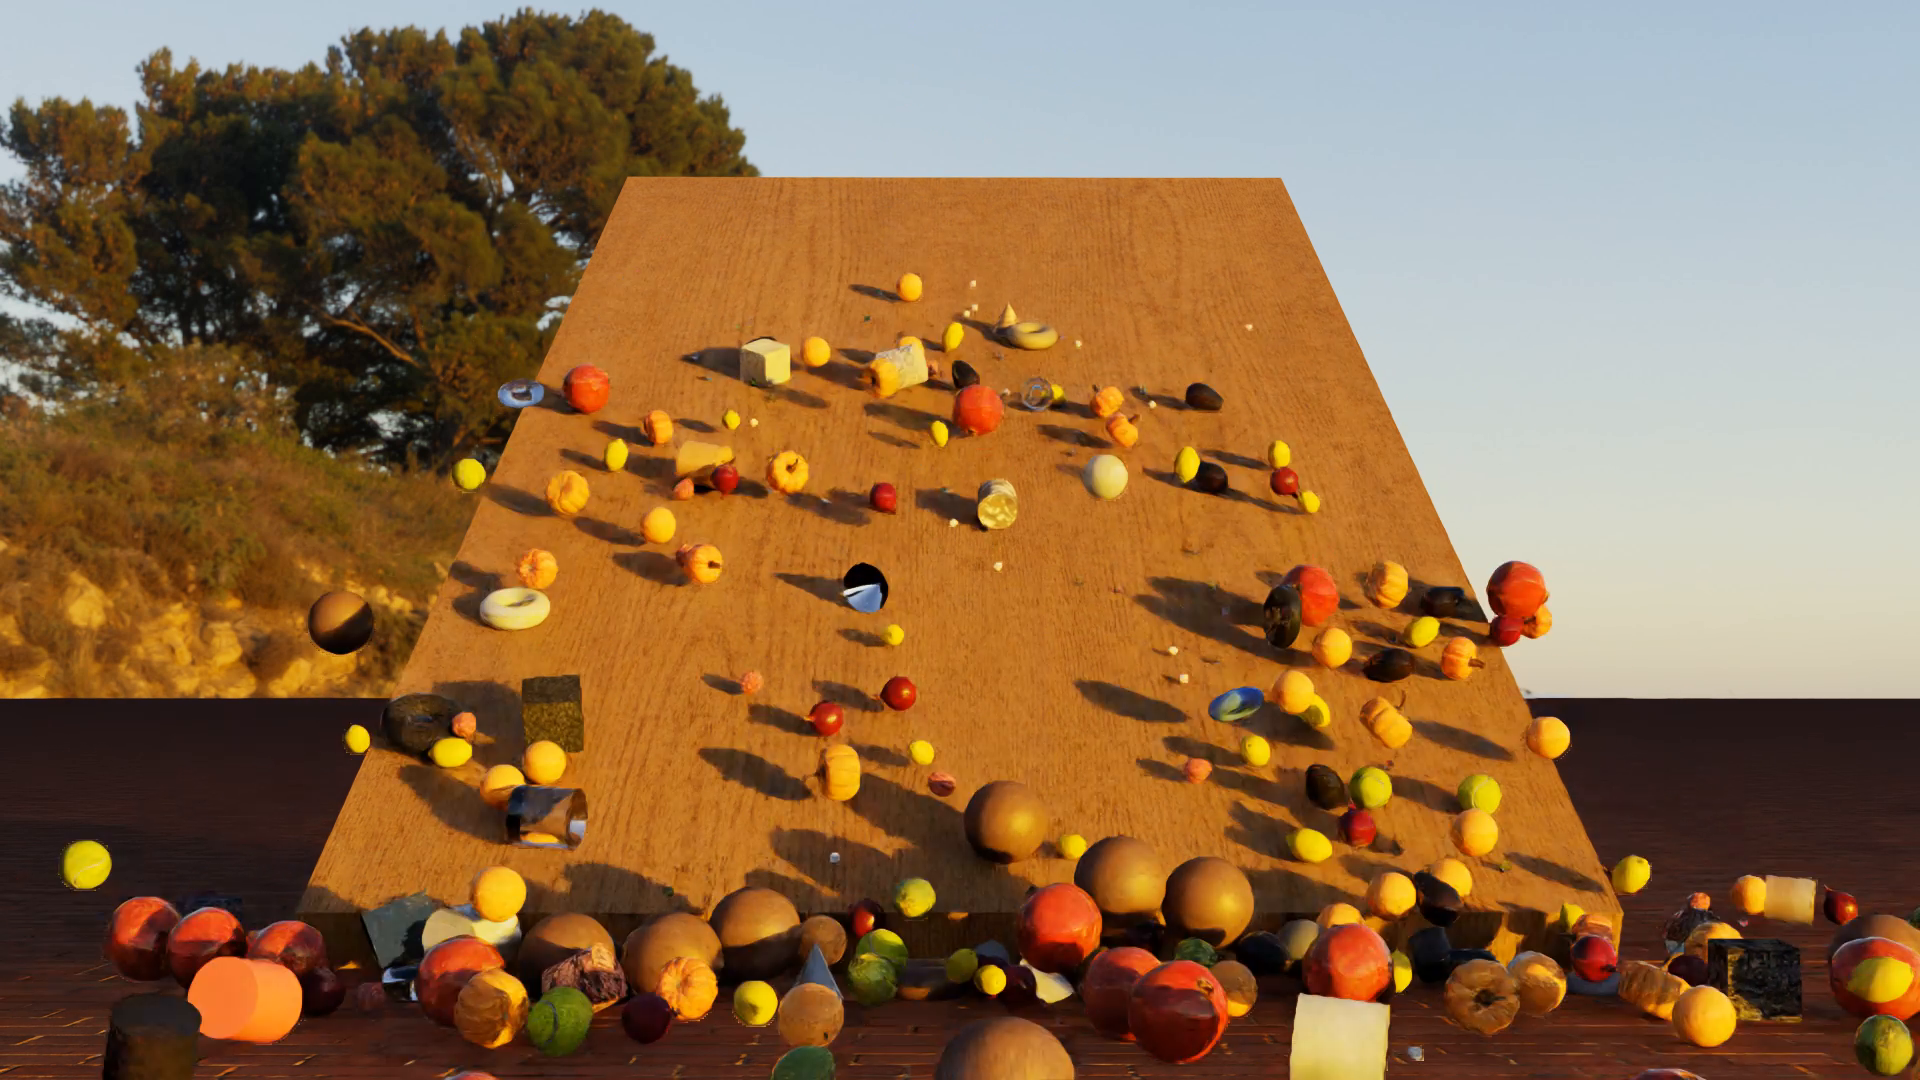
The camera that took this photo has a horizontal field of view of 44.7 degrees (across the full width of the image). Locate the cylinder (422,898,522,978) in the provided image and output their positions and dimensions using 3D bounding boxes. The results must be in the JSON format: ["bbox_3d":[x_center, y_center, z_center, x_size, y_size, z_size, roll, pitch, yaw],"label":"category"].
[{"bbox_3d":[-0.645,0.526,3.090,0.091,0.091,0.091,-2,-1,27],"label":"cylinder"}]

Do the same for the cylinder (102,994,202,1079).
[{"bbox_3d":[-0.780,0.495,2.253,0.083,0.083,0.083,13,19,-5],"label":"cylinder"}]

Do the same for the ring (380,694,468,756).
[{"bbox_3d":[-0.910,0.312,3.971,0.147,0.049,0.147,11,29,-6],"label":"ring"}]

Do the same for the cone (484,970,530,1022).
[{"bbox_3d":[-0.584,0.578,3.003,0.058,0.058,0.058,1,17,0],"label":"cone"}]

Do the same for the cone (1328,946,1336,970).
[{"bbox_3d":[0.521,0.595,3.331,0.054,0.054,0.054,-40,14,-23],"label":"cone"}]

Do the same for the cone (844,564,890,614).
[{"bbox_3d":[-0.157,0.083,4.465,0.097,0.097,0.097,-2,9,28],"label":"cone"}]

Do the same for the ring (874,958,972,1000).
[{"bbox_3d":[-0.050,0.608,3.236,0.137,0.046,0.137,0,-2,0],"label":"ring"}]

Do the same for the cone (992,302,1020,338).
[{"bbox_3d":[0.121,-0.558,5.848,0.085,0.085,0.085,0,25,0],"label":"cone"}]

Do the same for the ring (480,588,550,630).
[{"bbox_3d":[-0.838,0.129,4.400,0.131,0.044,0.131,1,24,0],"label":"ring"}]

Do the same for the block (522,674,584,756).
[{"bbox_3d":[-0.691,0.297,3.971,0.097,0.097,0.097,-4,25,-8],"label":"block"}]

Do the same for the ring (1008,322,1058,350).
[{"bbox_3d":[0.180,-0.506,5.790,0.123,0.041,0.123,1,26,0],"label":"ring"}]

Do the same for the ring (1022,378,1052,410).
[{"bbox_3d":[0.177,-0.336,5.361,0.078,0.078,0.026,-2,20,33],"label":"ring"}]

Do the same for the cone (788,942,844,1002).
[{"bbox_3d":[-0.198,0.590,3.208,0.078,0.078,0.078,0,-4,0],"label":"cone"}]

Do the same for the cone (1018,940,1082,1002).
[{"bbox_3d":[0.133,0.609,3.221,0.090,0.090,0.090,-1,-30,14],"label":"cone"}]

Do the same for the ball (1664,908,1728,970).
[{"bbox_3d":[1.116,0.604,3.541,0.093,0.093,0.093,0,-4,0],"label":"ball"}]

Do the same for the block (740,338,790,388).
[{"bbox_3d":[-0.463,-0.420,5.547,0.084,0.084,0.084,19,31,36],"label":"block"}]

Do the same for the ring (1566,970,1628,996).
[{"bbox_3d":[0.889,0.618,3.260,0.086,0.029,0.086,1,0,0],"label":"ring"}]

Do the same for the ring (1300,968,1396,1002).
[{"bbox_3d":[0.520,0.601,3.140,0.129,0.043,0.129,-6,-6,-1],"label":"ring"}]

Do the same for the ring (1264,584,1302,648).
[{"bbox_3d":[0.589,0.139,4.267,0.039,0.118,0.118,5,-5,-16],"label":"ring"}]

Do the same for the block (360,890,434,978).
[{"bbox_3d":[-0.793,0.561,3.330,0.093,0.093,0.093,-20,-4,-19],"label":"block"}]

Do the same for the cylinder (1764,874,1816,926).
[{"bbox_3d":[1.222,0.531,3.444,0.068,0.068,0.068,4,-2,19],"label":"cylinder"}]

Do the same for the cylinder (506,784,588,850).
[{"bbox_3d":[-0.647,0.435,3.665,0.096,0.096,0.096,4,-3,11],"label":"cylinder"}]

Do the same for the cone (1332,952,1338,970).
[{"bbox_3d":[0.506,0.596,3.391,0.071,0.071,0.071,0,14,-4],"label":"cone"}]

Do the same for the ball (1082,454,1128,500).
[{"bbox_3d":[0.269,-0.117,4.348,0.085,0.085,0.085,0,-4,0],"label":"ball"}]

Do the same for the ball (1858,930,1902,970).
[{"bbox_3d":[1.388,0.619,3.526,0.062,0.062,0.062,0,-4,0],"label":"ball"}]

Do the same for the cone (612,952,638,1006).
[{"bbox_3d":[-0.470,0.592,3.167,0.068,0.068,0.068,0,-4,0],"label":"cone"}]

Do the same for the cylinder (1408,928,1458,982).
[{"bbox_3d":[0.680,0.597,3.362,0.057,0.057,0.057,-6,-40,-5],"label":"cylinder"}]

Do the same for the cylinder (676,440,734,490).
[{"bbox_3d":[-0.543,-0.160,4.969,0.091,0.091,0.091,11,0,19],"label":"cylinder"}]

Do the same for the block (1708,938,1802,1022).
[{"bbox_3d":[1.030,0.570,3.030,0.092,0.092,0.092,0,-2,3],"label":"block"}]

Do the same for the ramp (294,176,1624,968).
[{"bbox_3d":[-0.009,-0.229,5.354,2.000,0.100,4.000,0,25,0],"label":"ramp"}]

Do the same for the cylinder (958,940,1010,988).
[{"bbox_3d":[0.034,0.597,3.290,0.053,0.053,0.053,-34,-23,33],"label":"cylinder"}]

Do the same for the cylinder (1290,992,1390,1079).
[{"bbox_3d":[0.397,0.525,2.438,0.093,0.093,0.093,5,-2,14],"label":"cylinder"}]

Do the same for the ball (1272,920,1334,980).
[{"bbox_3d":[0.472,0.564,3.214,0.083,0.083,0.083,0,-4,0],"label":"ball"}]

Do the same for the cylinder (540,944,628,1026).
[{"bbox_3d":[-0.473,0.559,2.939,0.077,0.077,0.077,-29,-10,10],"label":"cylinder"}]

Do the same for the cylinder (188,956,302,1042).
[{"bbox_3d":[-0.832,0.536,2.722,0.093,0.093,0.093,-1,-15,17],"label":"cylinder"}]

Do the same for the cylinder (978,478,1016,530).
[{"bbox_3d":[0.076,-0.074,4.802,0.080,0.080,0.080,0,25,0],"label":"cylinder"}]

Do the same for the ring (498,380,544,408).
[{"bbox_3d":[-1.019,-0.341,5.430,0.108,0.036,0.108,-1,29,1],"label":"ring"}]

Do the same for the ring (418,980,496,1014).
[{"bbox_3d":[-0.664,0.605,3.098,0.106,0.035,0.106,-1,-4,0],"label":"ring"}]

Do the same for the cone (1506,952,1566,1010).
[{"bbox_3d":[0.757,0.605,3.132,0.082,0.082,0.082,1,-31,-10],"label":"cone"}]

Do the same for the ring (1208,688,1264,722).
[{"bbox_3d":[0.467,0.278,3.950,0.097,0.032,0.097,-16,-22,-6],"label":"ring"}]

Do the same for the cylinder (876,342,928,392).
[{"bbox_3d":[-0.137,-0.404,5.468,0.094,0.094,0.094,-16,-8,17],"label":"cylinder"}]

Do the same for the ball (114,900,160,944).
[{"bbox_3d":[-1.296,0.601,3.677,0.067,0.067,0.067,0,-4,0],"label":"ball"}]

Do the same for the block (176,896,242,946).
[{"bbox_3d":[-1.255,0.637,3.903,0.075,0.075,0.075,-1,-4,18],"label":"block"}]

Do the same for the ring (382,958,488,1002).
[{"bbox_3d":[-0.726,0.607,3.229,0.143,0.048,0.143,1,-3,0],"label":"ring"}]
